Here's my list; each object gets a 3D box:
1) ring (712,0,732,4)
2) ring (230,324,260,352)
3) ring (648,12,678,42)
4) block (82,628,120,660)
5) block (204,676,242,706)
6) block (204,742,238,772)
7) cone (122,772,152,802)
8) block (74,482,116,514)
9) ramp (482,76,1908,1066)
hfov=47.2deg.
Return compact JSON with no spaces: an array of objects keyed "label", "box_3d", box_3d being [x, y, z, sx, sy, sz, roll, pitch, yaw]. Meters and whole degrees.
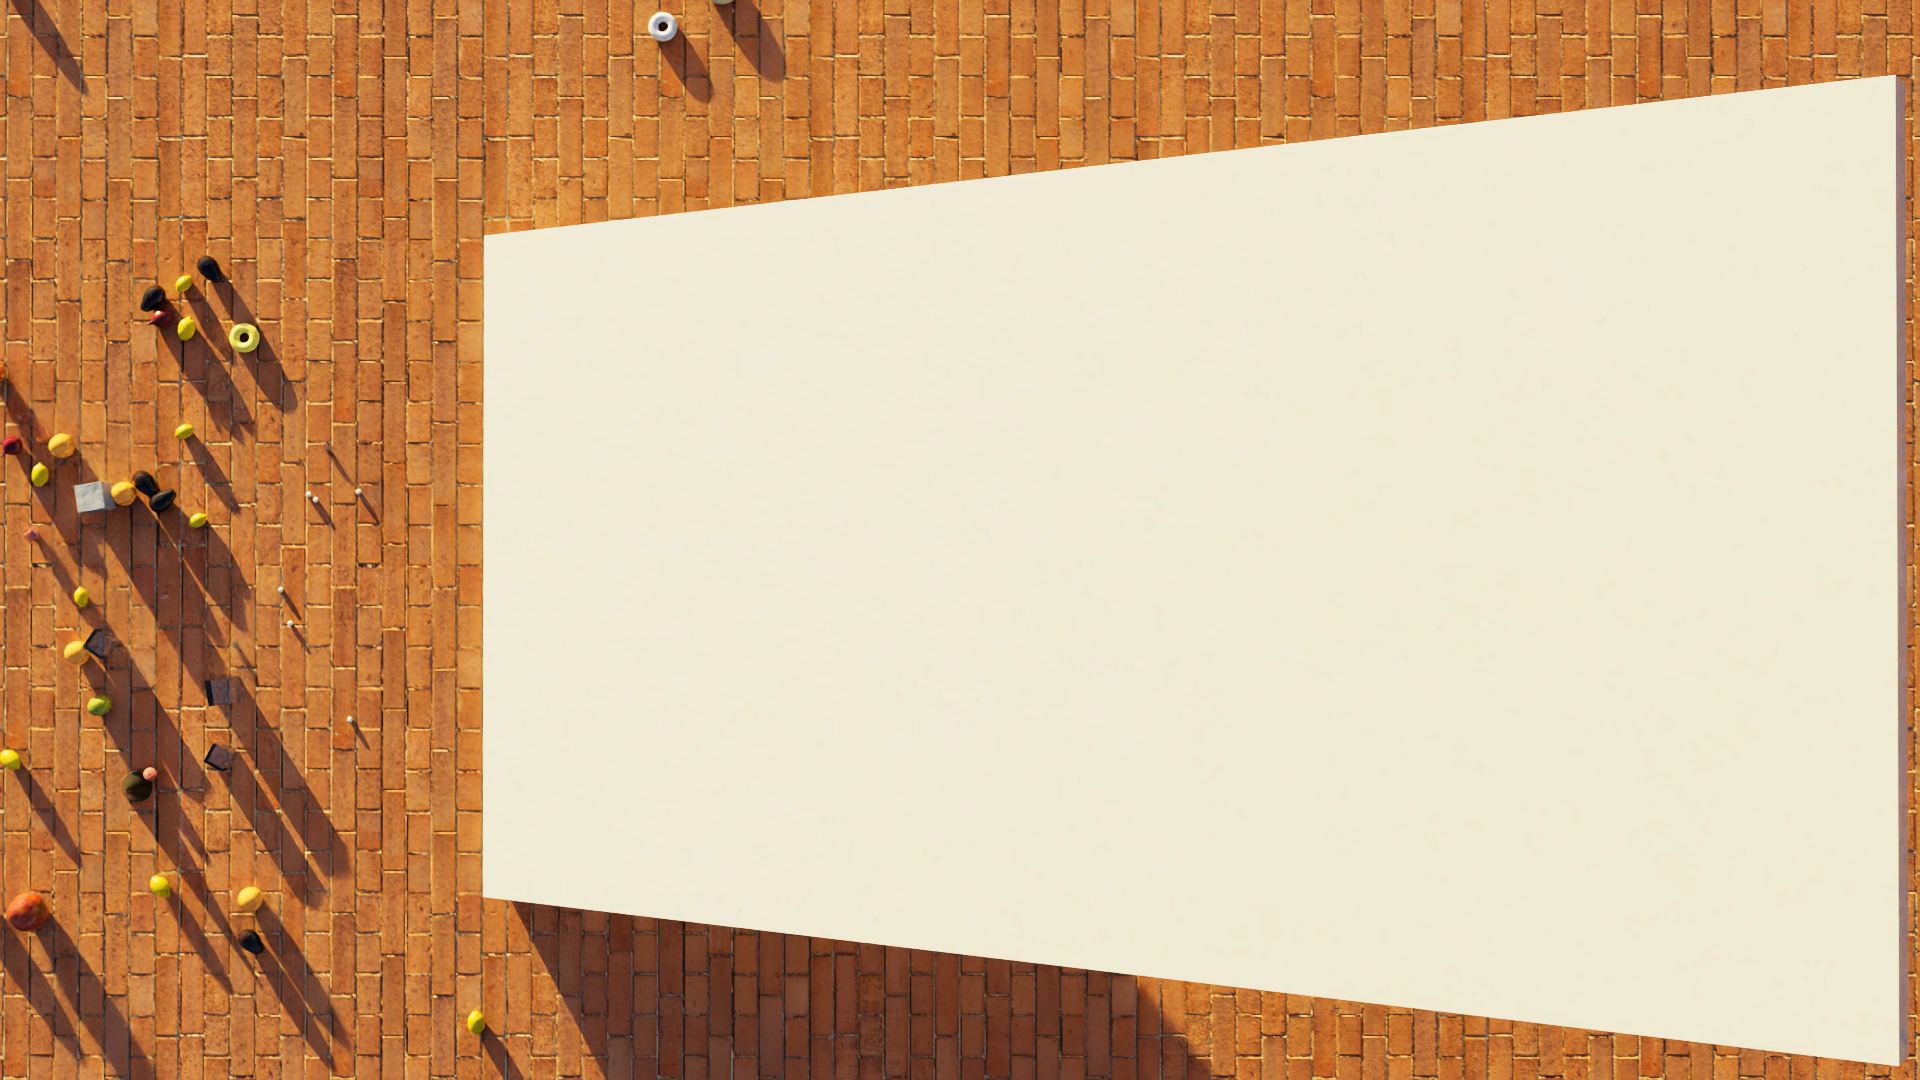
[{"label":"ring","box_3d":[-0.728,-1.695,6.730,0.112,0.037,0.112,0,88,0]},{"label":"ring","box_3d":[-2.188,-0.618,6.724,0.091,0.030,0.091,0,89,1]},{"label":"ring","box_3d":[-0.909,-1.571,6.732,0.089,0.030,0.089,0,88,1]},{"label":"block","box_3d":[-2.614,0.315,6.698,0.067,0.067,0.067,35,90,0]},{"label":"block","box_3d":[-2.240,0.459,6.691,0.078,0.078,0.078,-9,90,0]},{"label":"block","box_3d":[-2.250,0.660,6.696,0.064,0.064,0.064,28,90,0]},{"label":"cone","box_3d":[-2.518,0.755,6.681,0.094,0.094,0.094,0,90,0]},{"label":"block","box_3d":[-2.633,-0.130,6.693,0.083,0.083,0.083,-9,90,0]},{"label":"ramp","box_3d":[0.253,0.070,5.585,4.000,0.100,2.000,0,89,34]}]
